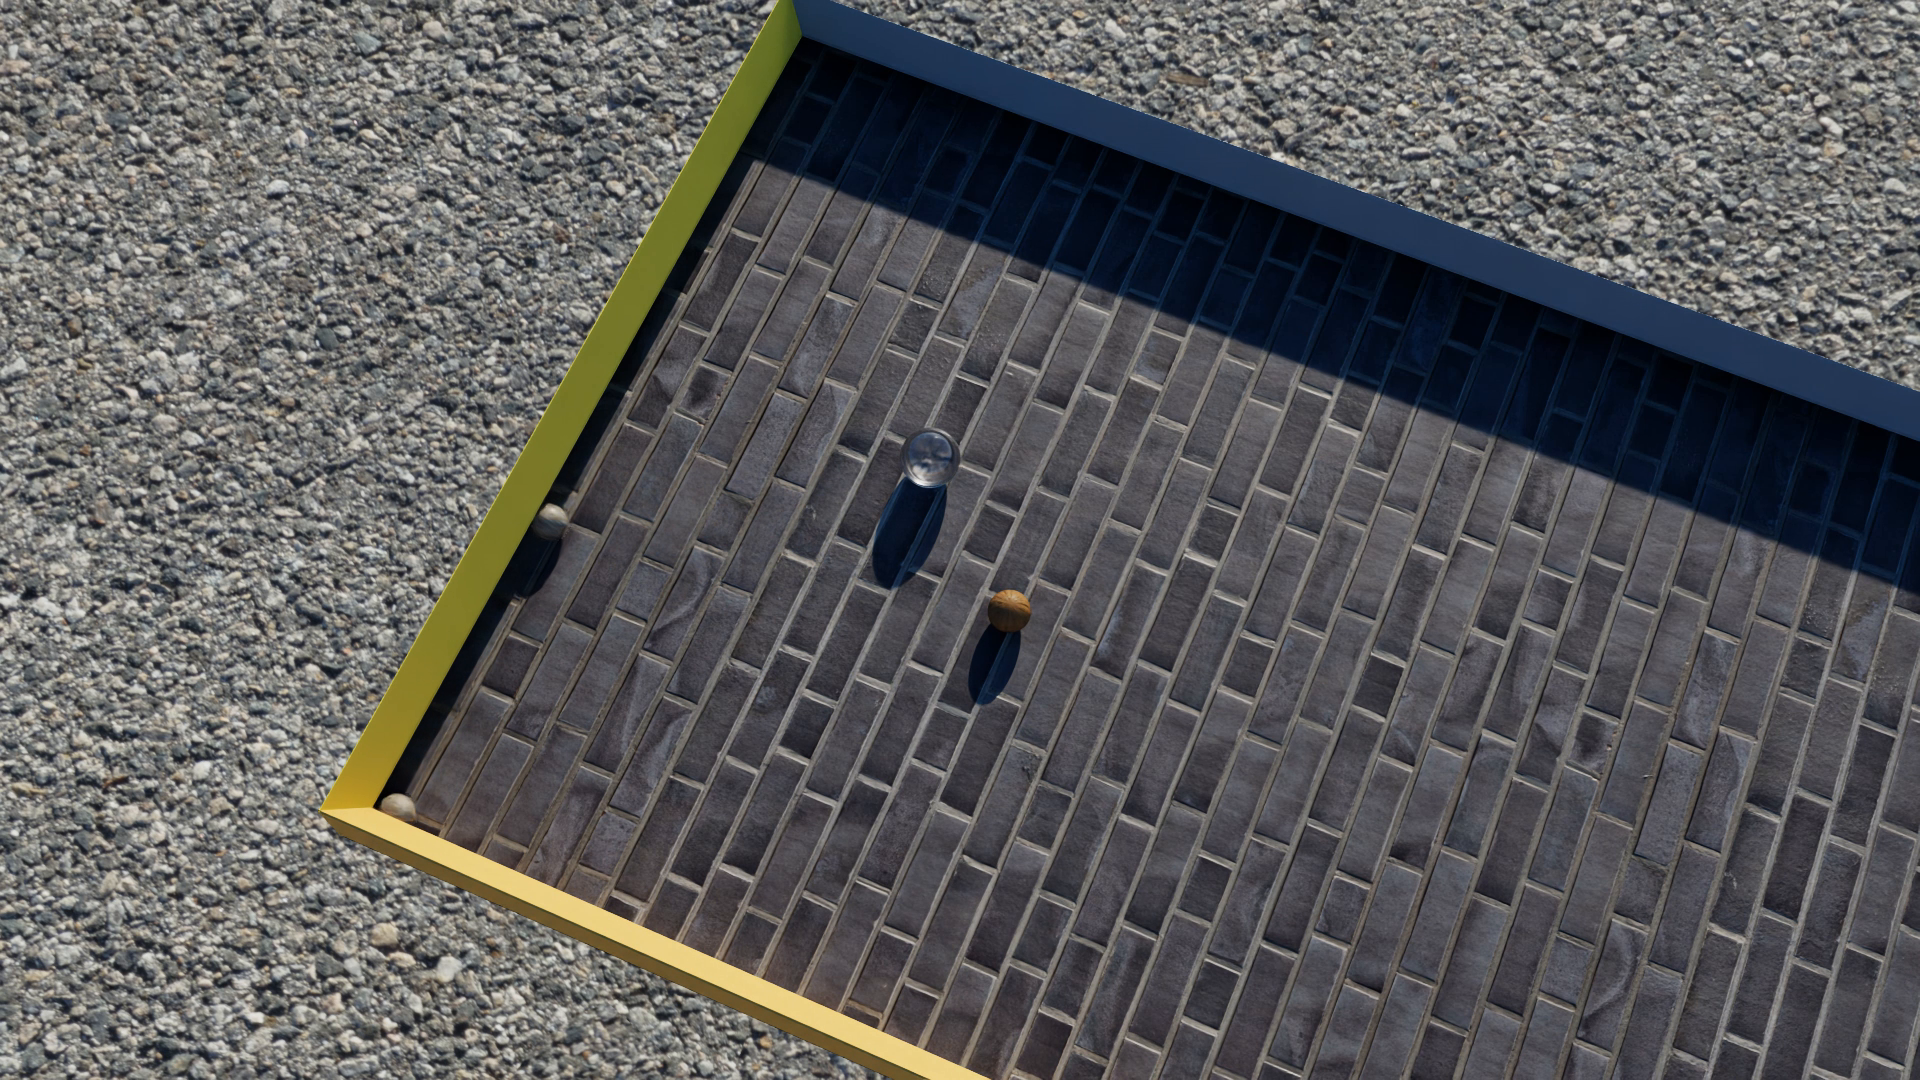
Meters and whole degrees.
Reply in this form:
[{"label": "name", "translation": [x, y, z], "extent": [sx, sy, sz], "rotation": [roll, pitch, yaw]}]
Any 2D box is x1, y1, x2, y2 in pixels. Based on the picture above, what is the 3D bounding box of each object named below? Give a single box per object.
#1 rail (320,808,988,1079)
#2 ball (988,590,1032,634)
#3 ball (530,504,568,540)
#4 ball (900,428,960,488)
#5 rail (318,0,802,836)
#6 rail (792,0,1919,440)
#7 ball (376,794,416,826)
[{"label": "rail", "translation": [0.311, 0.903, 3.099], "extent": [2.723, 0.129, 0.045], "rotation": [22, 68, 9]}, {"label": "ball", "translation": [0.078, 0.112, 3.472], "extent": [0.069, 0.069, 0.069], "rotation": [0, 67, 0]}, {"label": "ball", "translation": [-0.661, -0.029, 3.539], "extent": [0.059, 0.059, 0.059], "rotation": [0, 67, 0]}, {"label": "ball", "translation": [-0.048, -0.133, 3.561], "extent": [0.099, 0.099, 0.099], "rotation": [0, 67, 0]}, {"label": "rail", "translation": [-0.603, -0.251, 3.595], "extent": [0.045, 0.129, 1.626], "rotation": [22, 68, 9]}, {"label": "rail", "translation": [0.938, -0.428, 3.671], "extent": [2.723, 0.129, 0.045], "rotation": [22, 68, 9]}, {"label": "ball", "translation": [-0.858, 0.416, 3.347], "extent": [0.059, 0.059, 0.059], "rotation": [0, 67, 0]}]
